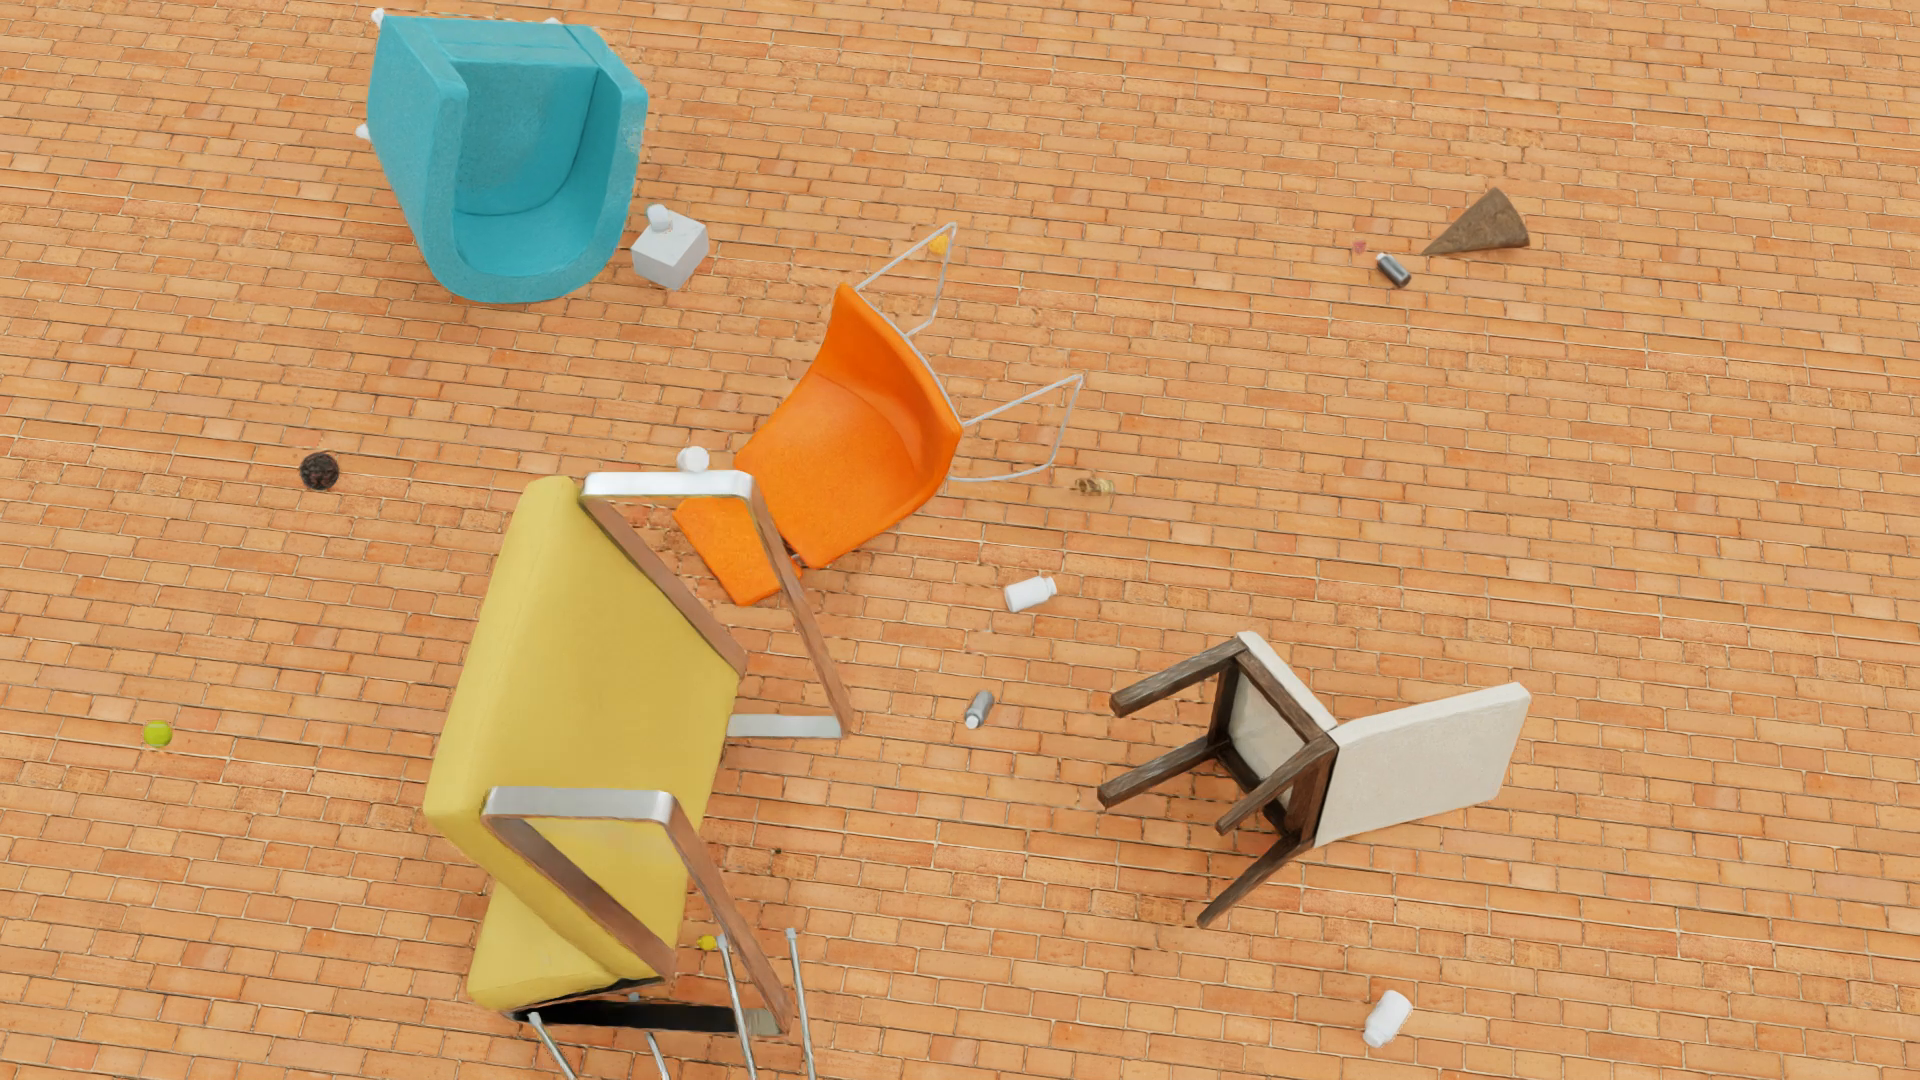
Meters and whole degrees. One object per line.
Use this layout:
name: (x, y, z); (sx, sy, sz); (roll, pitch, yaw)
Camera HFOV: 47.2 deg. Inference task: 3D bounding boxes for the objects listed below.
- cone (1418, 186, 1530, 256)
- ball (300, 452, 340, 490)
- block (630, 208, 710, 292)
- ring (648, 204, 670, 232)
cone: (1.651, -0.995, 7.202); (0.337, 0.132, 0.260); (-23, 58, -2)
ball: (-1.935, -0.208, 6.644); (0.116, 0.116, 0.116); (0, 56, 0)
block: (-0.939, -0.942, 7.131); (0.163, 0.124, 0.199); (24, 59, 15)
ring: (-0.923, -0.985, 6.734); (0.057, 0.101, 0.083); (-18, 80, -6)
